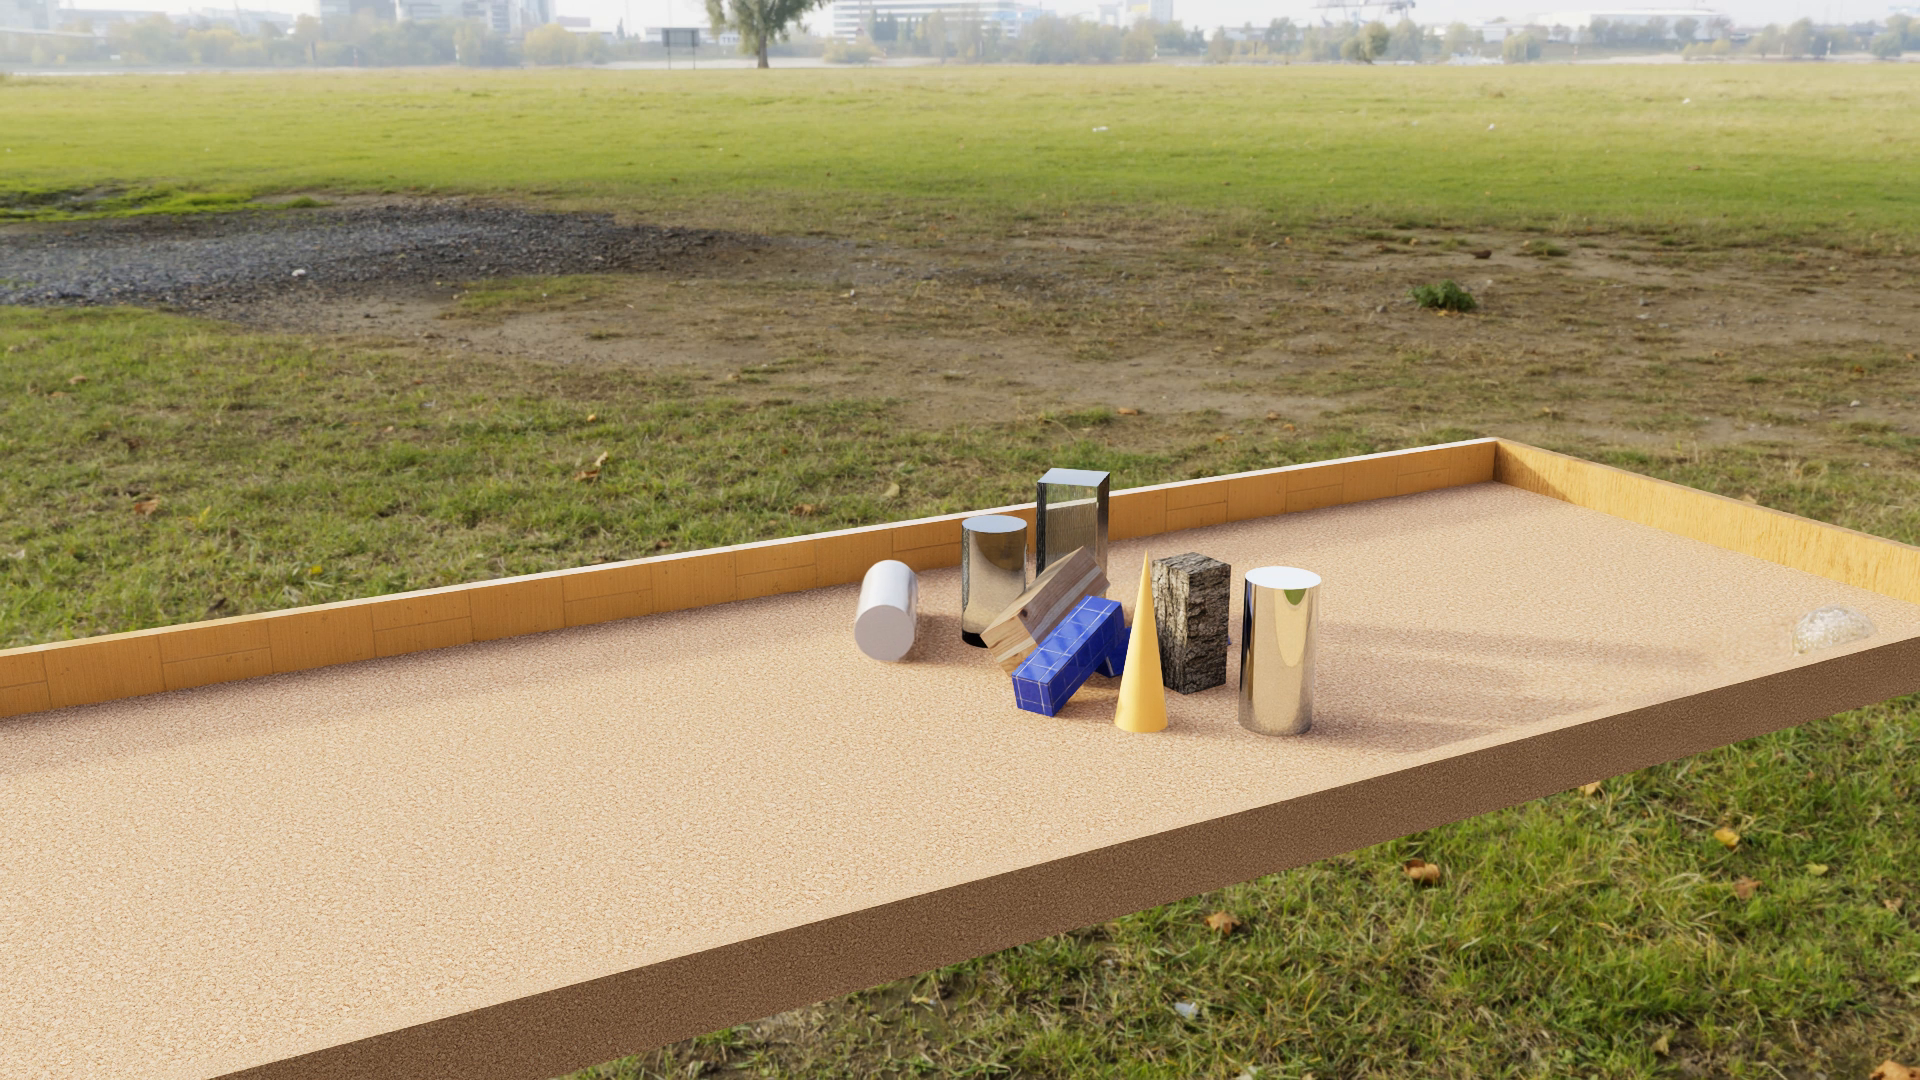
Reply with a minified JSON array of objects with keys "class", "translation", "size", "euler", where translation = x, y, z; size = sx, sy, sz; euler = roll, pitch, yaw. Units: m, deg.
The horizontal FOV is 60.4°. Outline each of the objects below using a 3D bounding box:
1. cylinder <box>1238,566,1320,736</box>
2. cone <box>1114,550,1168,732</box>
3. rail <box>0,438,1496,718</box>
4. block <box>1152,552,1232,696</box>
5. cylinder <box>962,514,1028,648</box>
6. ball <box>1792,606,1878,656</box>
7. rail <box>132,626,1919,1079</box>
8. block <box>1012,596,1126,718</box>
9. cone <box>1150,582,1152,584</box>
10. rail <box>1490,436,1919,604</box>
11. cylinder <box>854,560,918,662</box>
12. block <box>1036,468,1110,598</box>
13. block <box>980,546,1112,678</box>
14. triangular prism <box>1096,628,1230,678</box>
[{"class":"cylinder","translation":[0.742,0.258,3.841],"size":[0.172,0.358,0.172],"euler":[0,16,0]},{"class":"cone","translation":[0.427,0.224,3.831],"size":[0.125,0.429,0.125],"euler":[0,16,0]},{"class":"rail","translation":[-3.305,0.497,3.399],"size":[12.000,0.150,0.050],"euler":[-9,18,-27]},{"class":"block","translation":[0.570,0.206,4.102],"size":[0.137,0.312,0.137],"euler":[-11,20,-33]},{"class":"cylinder","translation":[0.091,0.110,4.412],"size":[0.173,0.320,0.173],"euler":[0,16,0]},{"class":"ball","translation":[2.187,0.262,4.120],"size":[0.193,0.193,0.193],"euler":[0,16,0]},{"class":"rail","translation":[-2.336,1.006,1.665],"size":[12.000,0.150,0.050],"euler":[-9,18,-27]},{"class":"block","translation":[0.271,0.280,4.043],"size":[0.101,0.101,0.360],"euler":[11,37,34]},{"class":"cone","translation":[0.564,0.165,4.651],"size":[0.166,0.166,0.329],"euler":[-1,2,-5]},{"class":"rail","translation":[2.466,-0.048,5.253],"size":[0.050,0.150,2.100],"euler":[-9,18,-27]},{"class":"cylinder","translation":[-0.194,0.186,4.445],"size":[0.156,0.156,0.390],"euler":[0,16,0]},{"class":"block","translation":[0.314,0.016,4.598],"size":[0.167,0.395,0.167],"euler":[5,17,16]},{"class":"block","translation":[0.229,0.181,4.307],"size":[0.130,0.130,0.440],"euler":[-32,6,35]},{"class":"triangular prism","translation":[0.520,0.254,4.311],"size":[0.423,0.096,0.110],"euler":[-11,20,-34]}]
